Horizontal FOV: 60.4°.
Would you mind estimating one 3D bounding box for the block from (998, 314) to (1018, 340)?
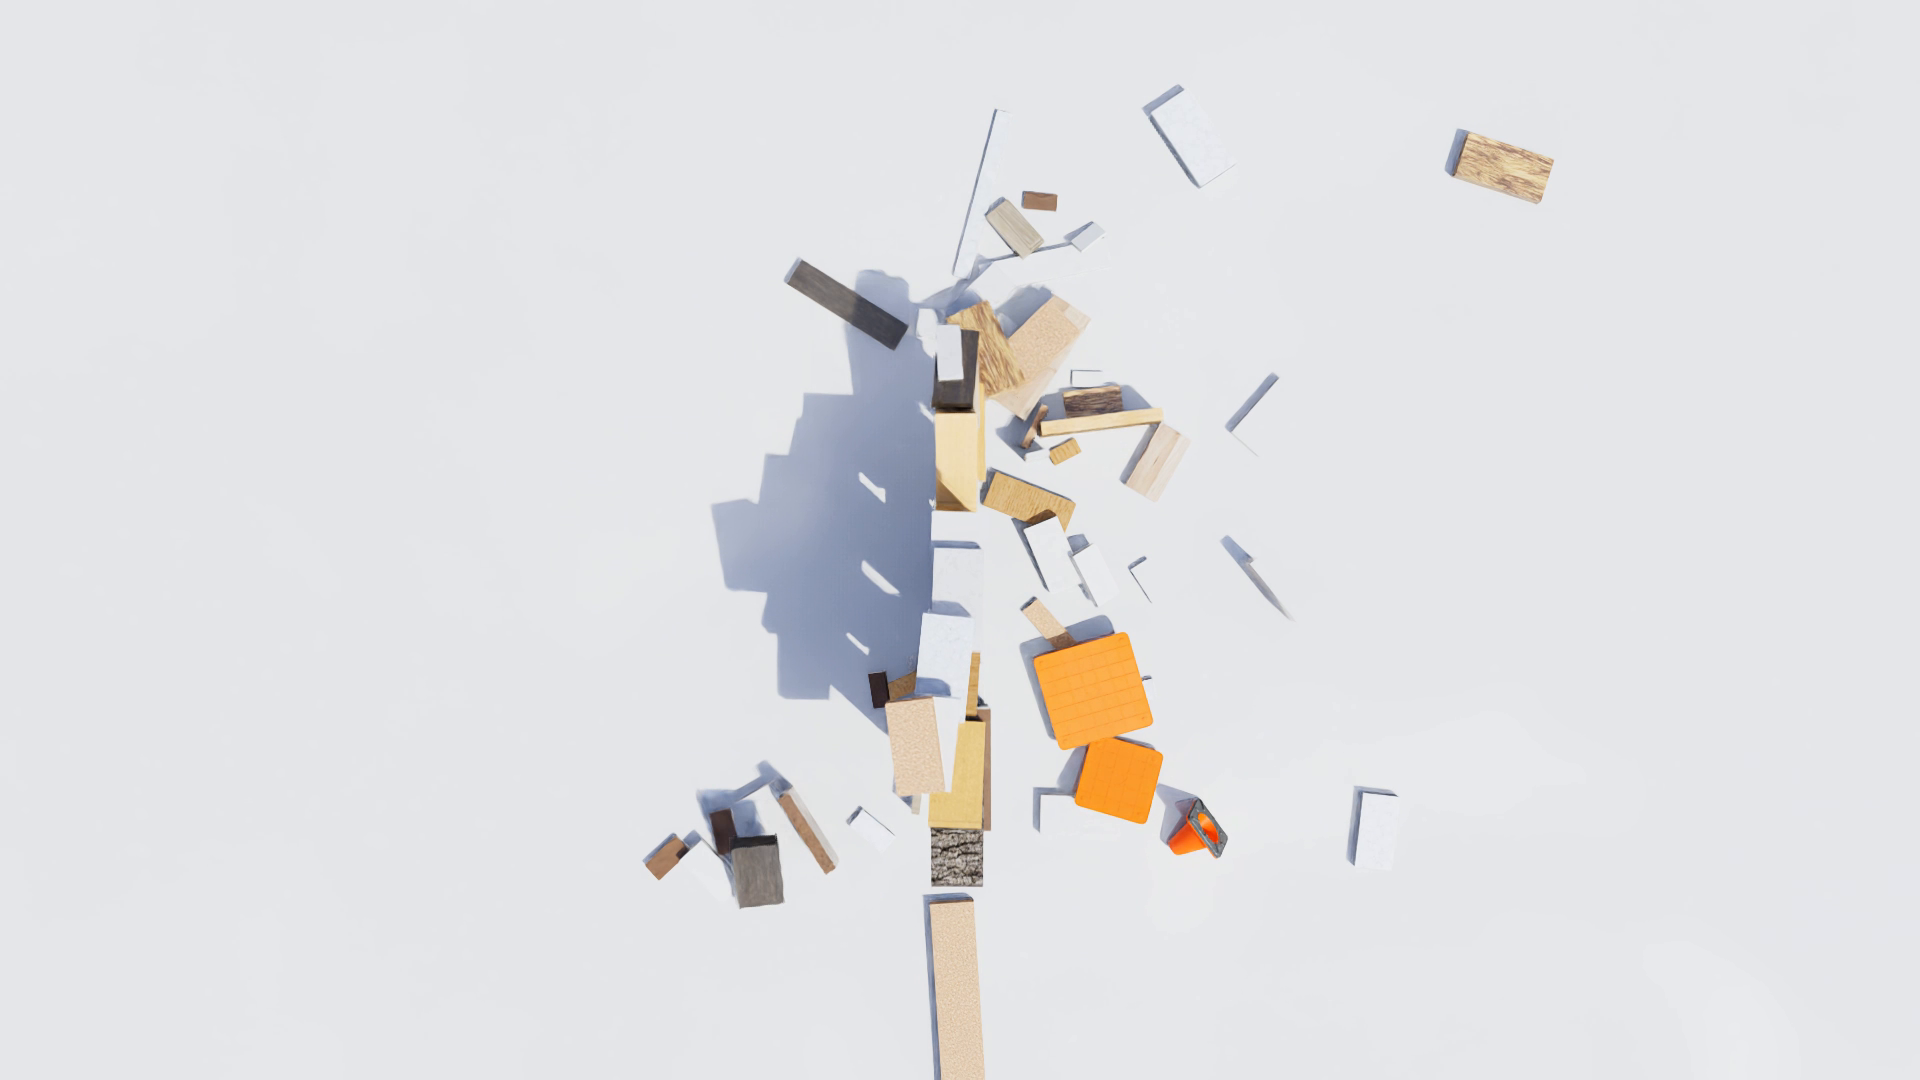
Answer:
[{"bbox_3d":[0.107,-0.640,5.485,0.108,0.030,0.215,42,90,0],"label":"block"}]

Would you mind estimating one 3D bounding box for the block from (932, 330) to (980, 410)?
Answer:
[{"bbox_3d":[-0.013,-0.531,5.102,0.127,0.036,0.254,4,69,2],"label":"block"}]

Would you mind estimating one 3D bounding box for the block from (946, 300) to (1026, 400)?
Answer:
[{"bbox_3d":[0.085,-0.617,5.371,0.148,0.042,0.297,-25,82,1],"label":"block"}]

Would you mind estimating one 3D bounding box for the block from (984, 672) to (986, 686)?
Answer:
[{"bbox_3d":[0.003,0.438,5.348,0.152,0.304,0.043,-1,90,0],"label":"block"}]

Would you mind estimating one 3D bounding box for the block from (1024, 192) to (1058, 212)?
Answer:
[{"bbox_3d":[0.269,-1.126,5.492,0.109,0.015,0.054,5,90,0],"label":"block"}]

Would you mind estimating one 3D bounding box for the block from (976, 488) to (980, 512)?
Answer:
[{"bbox_3d":[0.000,-0.038,5.234,0.124,0.035,0.248,0,90,0],"label":"block"}]

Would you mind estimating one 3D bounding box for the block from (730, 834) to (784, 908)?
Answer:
[{"bbox_3d":[-0.658,1.083,5.381,0.150,0.043,0.301,-5,130,-6],"label":"block"}]

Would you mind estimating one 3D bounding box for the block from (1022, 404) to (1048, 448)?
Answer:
[{"bbox_3d":[0.247,-0.376,5.462,0.021,0.075,0.150,27,90,0],"label":"block"}]

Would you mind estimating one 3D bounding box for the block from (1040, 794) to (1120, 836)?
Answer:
[{"bbox_3d":[0.398,0.914,5.481,0.264,0.037,0.132,1,90,0],"label":"block"}]

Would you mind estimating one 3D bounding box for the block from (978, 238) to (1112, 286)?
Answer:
[{"bbox_3d":[0.284,-0.912,5.487,0.434,0.027,0.094,-12,90,0],"label":"block"}]

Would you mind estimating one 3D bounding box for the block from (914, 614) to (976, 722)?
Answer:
[{"bbox_3d":[-0.046,0.364,4.692,0.148,0.042,0.297,6,86,1],"label":"block"}]

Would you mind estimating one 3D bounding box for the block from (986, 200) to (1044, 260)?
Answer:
[{"bbox_3d":[0.183,-1.031,5.472,0.094,0.027,0.188,-40,83,-4],"label":"block"}]

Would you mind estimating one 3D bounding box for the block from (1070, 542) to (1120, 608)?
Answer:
[{"bbox_3d":[0.447,0.116,5.455,0.095,0.027,0.191,-31,100,-22],"label":"block"}]

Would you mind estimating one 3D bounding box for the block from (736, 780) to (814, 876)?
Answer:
[{"bbox_3d":[-0.608,0.961,5.479,0.145,0.041,0.290,-30,90,0],"label":"block"}]

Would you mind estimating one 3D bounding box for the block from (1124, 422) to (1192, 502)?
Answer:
[{"bbox_3d":[0.659,-0.256,5.483,0.119,0.034,0.238,30,90,0],"label":"block"}]

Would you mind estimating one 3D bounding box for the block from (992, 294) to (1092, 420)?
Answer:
[{"bbox_3d":[0.263,-0.602,5.447,0.149,0.042,0.399,33,93,0],"label":"block"}]

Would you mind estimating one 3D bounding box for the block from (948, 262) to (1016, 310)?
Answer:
[{"bbox_3d":[0.072,-0.804,5.462,0.215,0.030,0.108,-42,90,12],"label":"block"}]

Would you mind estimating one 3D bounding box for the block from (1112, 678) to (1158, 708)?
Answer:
[{"bbox_3d":[0.583,0.509,5.490,0.137,0.019,0.068,-13,90,0],"label":"block"}]

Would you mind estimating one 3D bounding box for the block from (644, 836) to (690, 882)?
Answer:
[{"bbox_3d":[-0.972,1.058,5.490,0.143,0.020,0.072,-43,90,0],"label":"block"}]

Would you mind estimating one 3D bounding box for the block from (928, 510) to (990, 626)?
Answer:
[{"bbox_3d":[-0.004,0.084,4.858,0.167,0.047,0.334,2,90,0],"label":"block"}]

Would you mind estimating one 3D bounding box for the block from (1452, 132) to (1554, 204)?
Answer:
[{"bbox_3d":[1.805,-1.235,5.479,0.296,0.042,0.148,18,90,0],"label":"block"}]

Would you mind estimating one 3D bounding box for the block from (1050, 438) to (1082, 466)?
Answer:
[{"bbox_3d":[0.349,-0.292,5.493,0.102,0.014,0.051,-27,90,0],"label":"block"}]

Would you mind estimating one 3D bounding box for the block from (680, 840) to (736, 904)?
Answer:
[{"bbox_3d":[-0.825,1.099,5.475,0.100,0.028,0.201,-43,96,0],"label":"block"}]

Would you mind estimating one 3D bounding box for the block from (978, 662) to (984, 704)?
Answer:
[{"bbox_3d":[0.000,0.540,5.174,0.152,0.043,0.304,0,90,0],"label":"block"}]

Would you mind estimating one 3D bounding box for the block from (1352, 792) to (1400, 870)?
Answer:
[{"bbox_3d":[1.384,0.967,5.483,0.123,0.035,0.246,7,90,0],"label":"block"}]

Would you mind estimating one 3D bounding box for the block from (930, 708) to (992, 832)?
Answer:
[{"bbox_3d":[0.001,0.663,4.775,0.176,0.050,0.353,0,90,0],"label":"block"}]

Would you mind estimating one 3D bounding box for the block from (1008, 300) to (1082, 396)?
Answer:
[{"bbox_3d":[0.238,-0.628,5.395,0.297,0.042,0.148,-43,79,6],"label":"block"}]

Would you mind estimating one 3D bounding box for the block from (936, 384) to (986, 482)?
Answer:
[{"bbox_3d":[0.002,-0.335,5.168,0.152,0.043,0.304,-1,87,0],"label":"block"}]

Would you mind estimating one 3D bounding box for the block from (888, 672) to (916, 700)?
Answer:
[{"bbox_3d":[-0.189,0.487,5.492,0.117,0.017,0.059,-24,90,0],"label":"block"}]

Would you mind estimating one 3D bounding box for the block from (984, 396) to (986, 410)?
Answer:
[{"bbox_3d":[0.003,-0.427,5.347,0.152,0.304,0.043,0,87,0],"label":"block"}]

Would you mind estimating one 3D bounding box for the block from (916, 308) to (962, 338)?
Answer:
[{"bbox_3d":[-0.049,-0.716,5.465,0.188,0.027,0.094,4,99,9],"label":"block"}]
